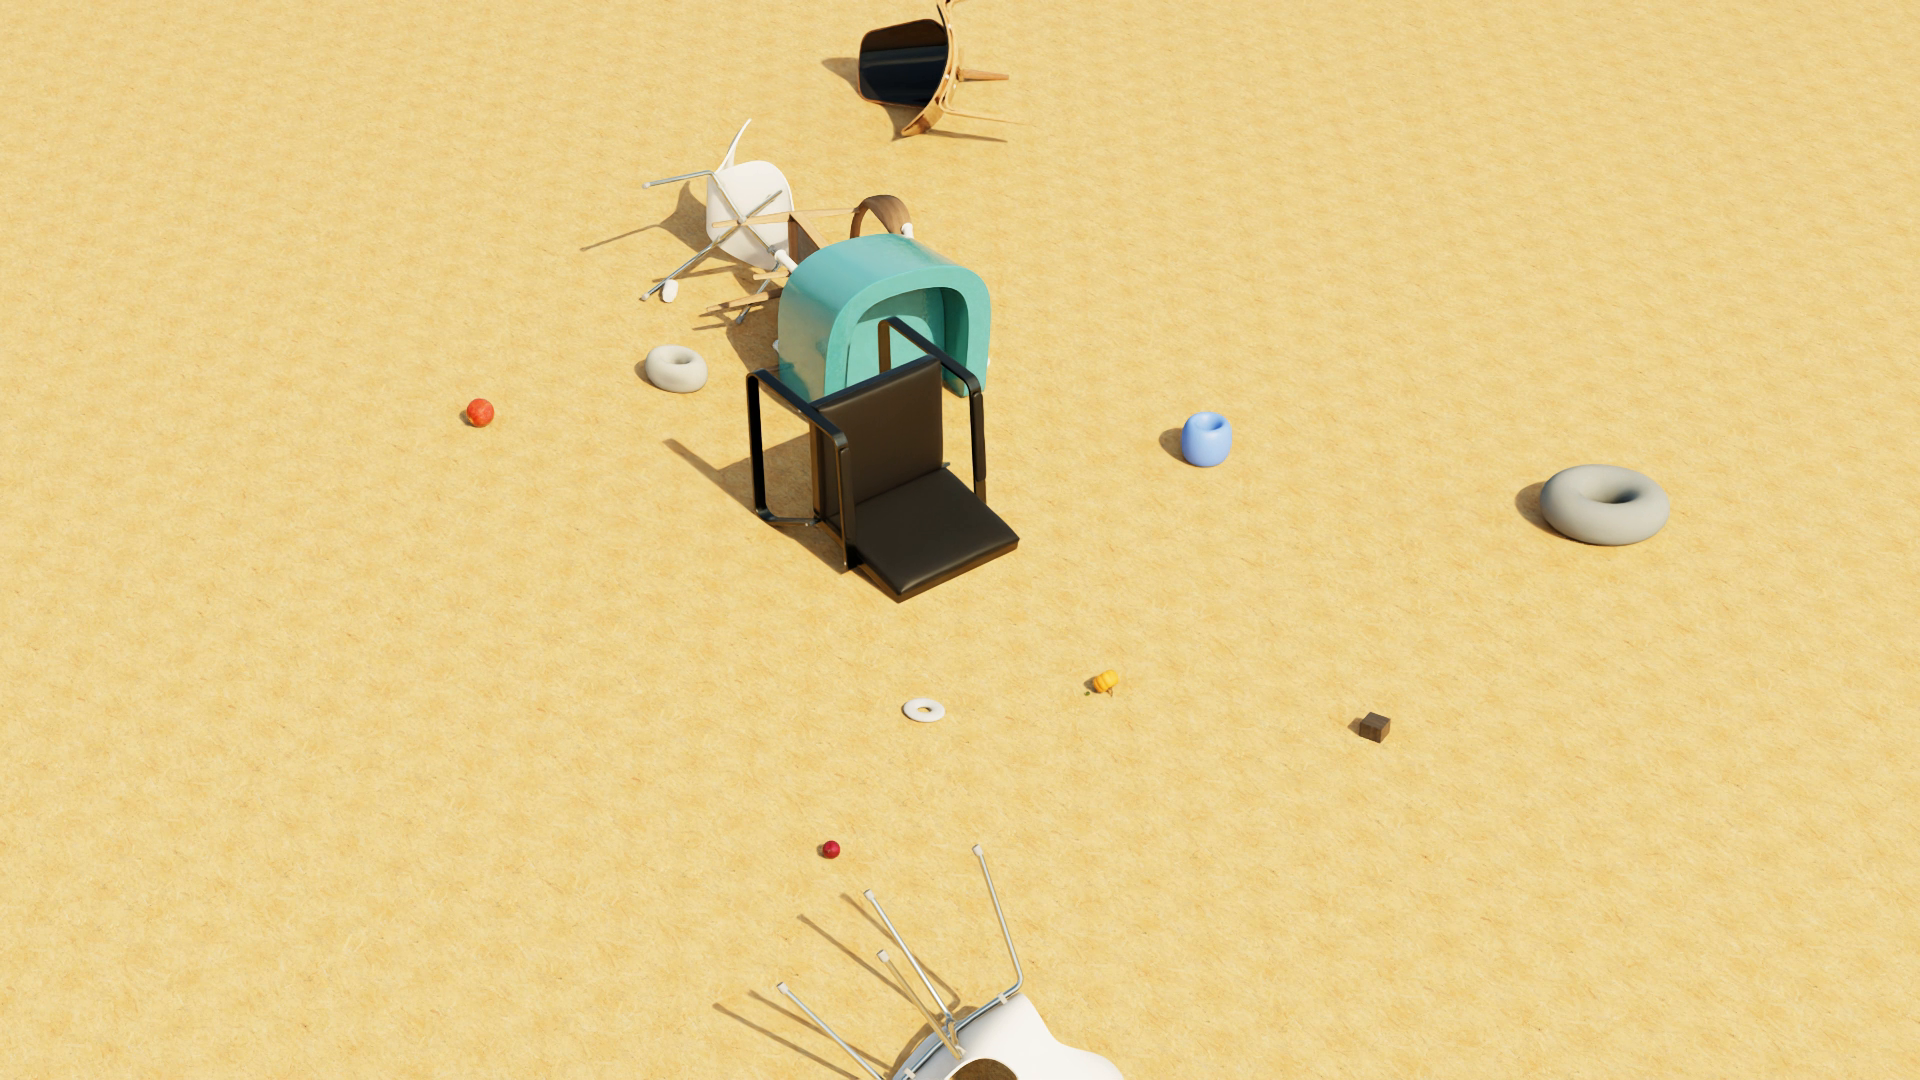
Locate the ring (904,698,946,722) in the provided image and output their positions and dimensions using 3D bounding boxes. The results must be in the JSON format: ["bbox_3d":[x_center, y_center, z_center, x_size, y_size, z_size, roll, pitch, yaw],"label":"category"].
[{"bbox_3d":[-0.122,0.582,10.036,0.149,0.028,0.120,14,37,21],"label":"ring"}]

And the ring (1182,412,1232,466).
[{"bbox_3d":[0.958,-0.391,11.396,0.198,0.161,0.221,12,33,14],"label":"ring"}]

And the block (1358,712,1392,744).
[{"bbox_3d":[1.405,0.635,9.928,0.079,0.058,0.075,20,38,27],"label":"block"}]

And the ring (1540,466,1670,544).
[{"bbox_3d":[2.419,-0.133,11.001,0.484,0.165,0.405,4,34,4],"label":"ring"}]

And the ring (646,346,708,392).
[{"bbox_3d":[-1.148,-0.693,11.880,0.281,0.130,0.201,20,40,25],"label":"ring"}]
